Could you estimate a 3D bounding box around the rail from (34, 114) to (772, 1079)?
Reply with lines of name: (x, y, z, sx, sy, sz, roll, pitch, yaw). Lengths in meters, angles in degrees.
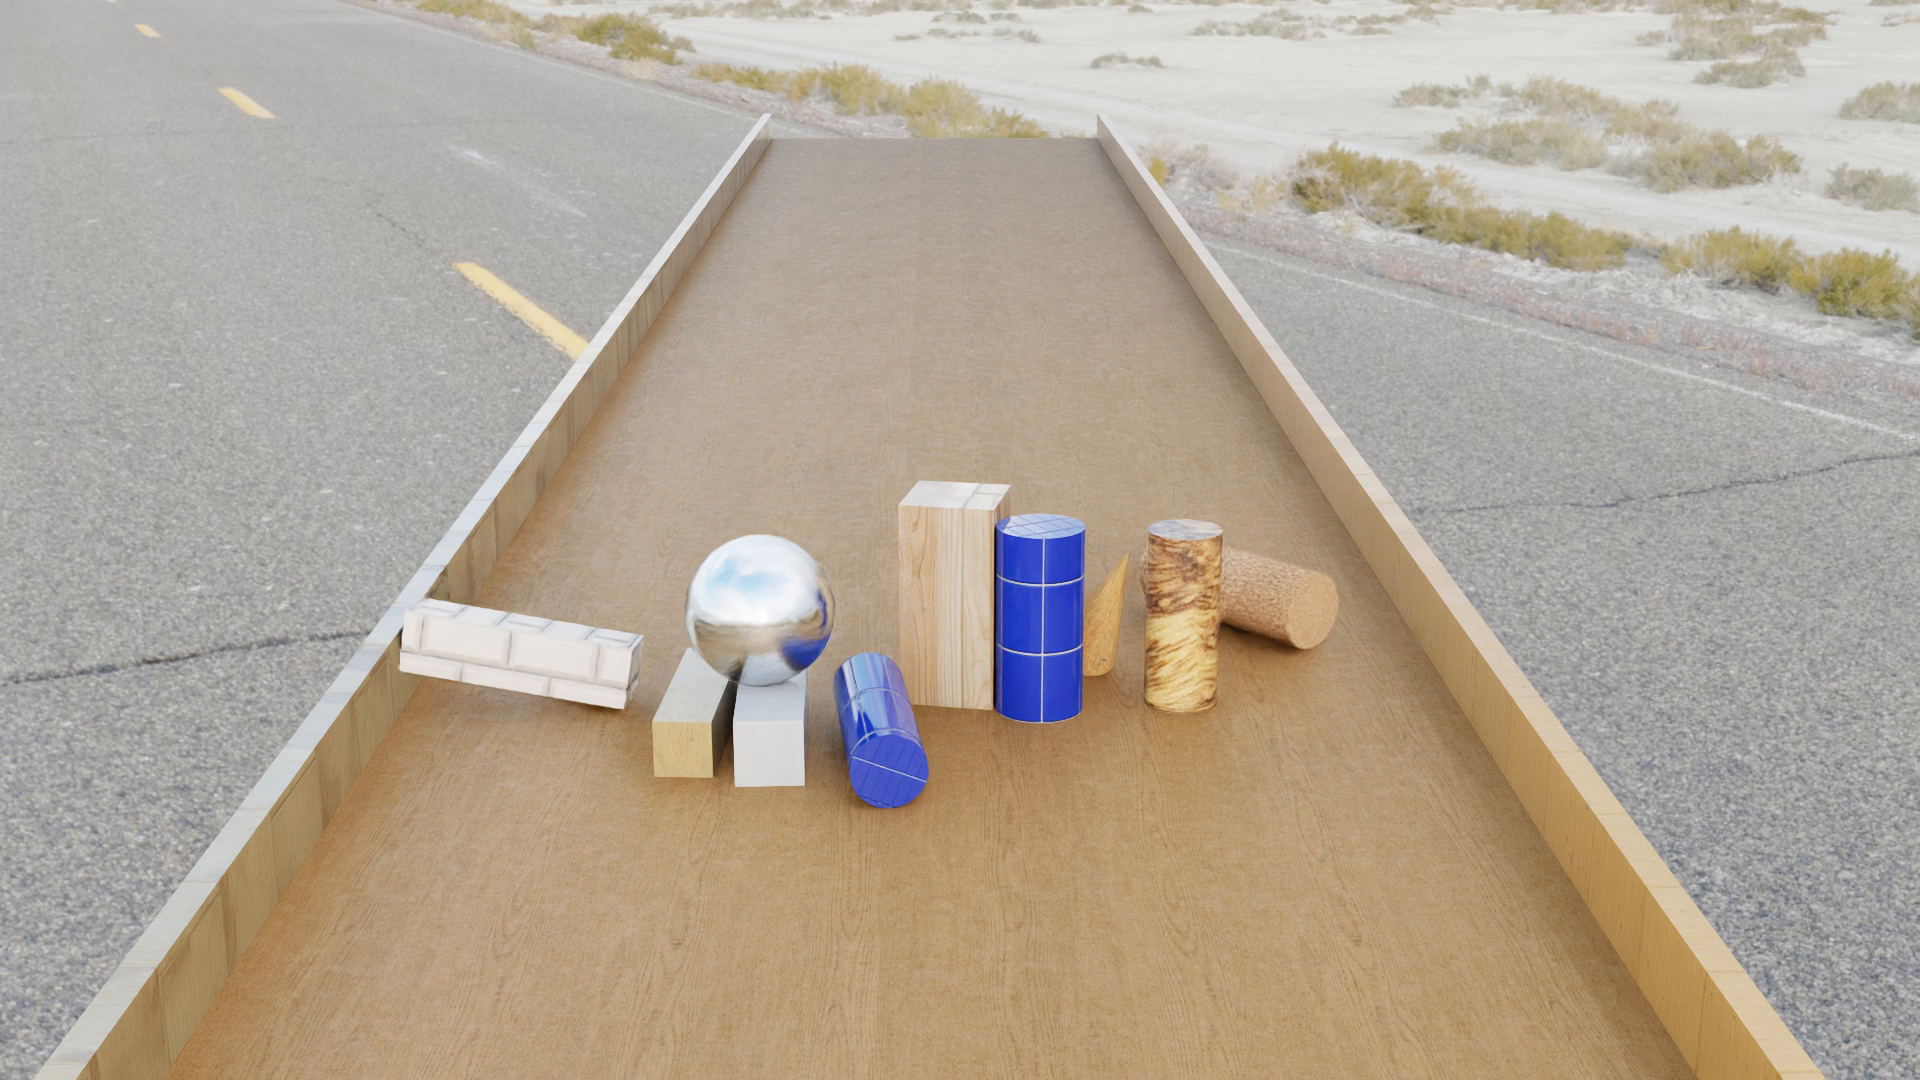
rail: (-1.118, -0.838, 7.780, 0.050, 0.150, 12.000, 0, 17, -1)

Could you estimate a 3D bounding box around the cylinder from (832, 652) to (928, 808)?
cylinder: (-0.144, 0.329, 3.886, 0.133, 0.133, 0.417, -2, 17, -7)

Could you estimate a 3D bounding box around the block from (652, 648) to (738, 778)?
block: (-0.474, 0.310, 4.005, 0.103, 0.103, 0.386, 1, 17, 2)

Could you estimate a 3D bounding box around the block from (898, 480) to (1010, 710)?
block: (-0.008, 0.103, 4.193, 0.180, 0.392, 0.180, 3, 17, 11)

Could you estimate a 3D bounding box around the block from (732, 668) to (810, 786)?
block: (-0.338, 0.309, 3.976, 0.120, 0.120, 0.410, -1, 17, -2)

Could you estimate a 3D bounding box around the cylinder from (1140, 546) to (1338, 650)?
cylinder: (0.579, 0.101, 4.611, 0.158, 0.158, 0.416, -14, 22, -39)

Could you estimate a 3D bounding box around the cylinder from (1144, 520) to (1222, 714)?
cylinder: (0.420, 0.144, 4.145, 0.139, 0.341, 0.139, 0, 17, 0)

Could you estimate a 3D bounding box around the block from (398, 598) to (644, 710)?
block: (-0.828, 0.214, 4.162, 0.430, 0.117, 0.117, 10, 10, 1)

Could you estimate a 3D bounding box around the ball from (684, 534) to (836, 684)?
ball: (-0.356, 0.124, 3.918, 0.269, 0.269, 0.269, 0, 17, 0)

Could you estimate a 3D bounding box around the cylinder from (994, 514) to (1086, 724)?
cylinder: (0.149, 0.145, 4.111, 0.166, 0.357, 0.166, 0, 17, 0)

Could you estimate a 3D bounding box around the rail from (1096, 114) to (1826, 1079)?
rail: (0.932, -0.844, 7.801, 0.050, 0.150, 12.000, 0, 17, -1)

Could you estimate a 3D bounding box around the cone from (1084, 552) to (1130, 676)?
cone: (0.284, 0.117, 4.256, 0.136, 0.306, 0.136, 10, 47, -11)
